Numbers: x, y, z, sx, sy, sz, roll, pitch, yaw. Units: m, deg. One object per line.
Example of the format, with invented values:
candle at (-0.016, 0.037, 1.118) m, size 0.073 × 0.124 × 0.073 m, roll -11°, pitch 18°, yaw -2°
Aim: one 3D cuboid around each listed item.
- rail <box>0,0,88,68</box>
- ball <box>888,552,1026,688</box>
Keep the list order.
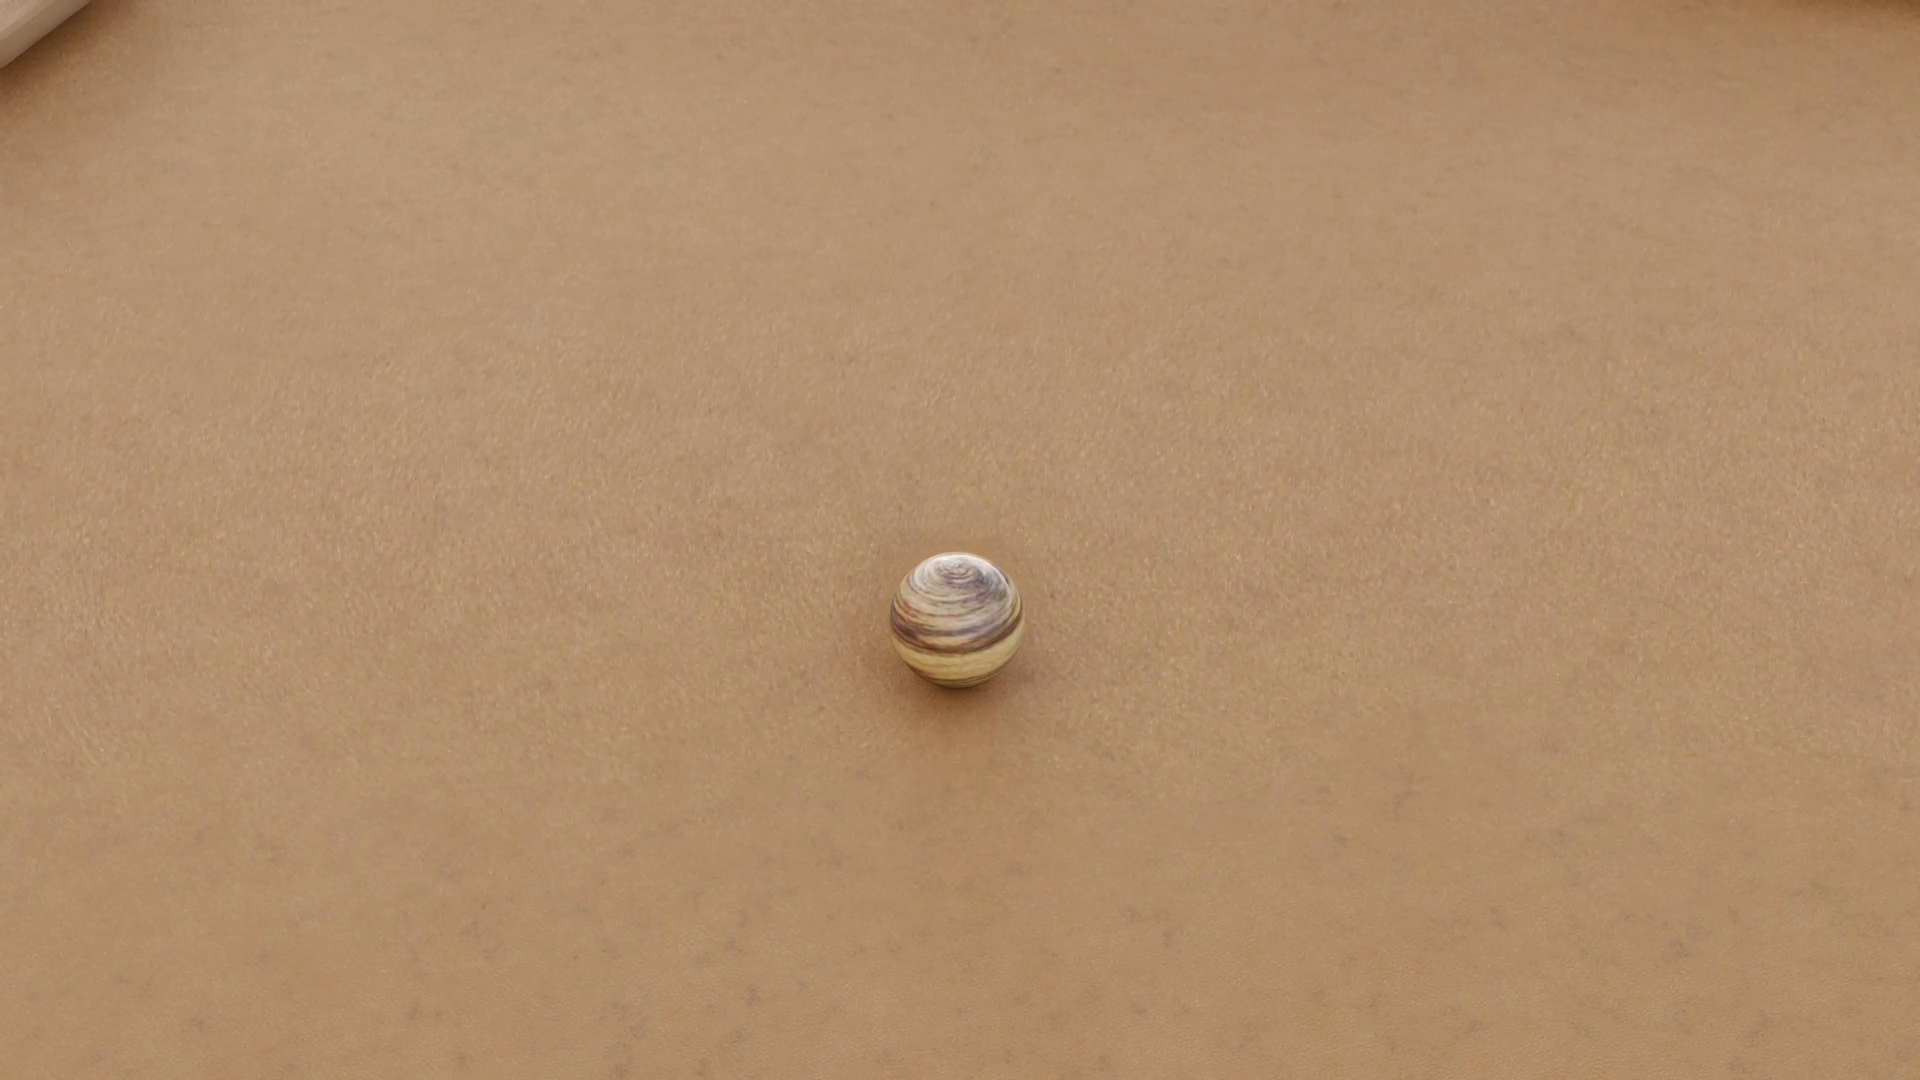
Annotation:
rail at (-1.067, -0.169, 1.991) m, size 0.045 × 0.117 × 2.499 m, roll 8°, pitch 36°, yaw 11°
ball at (-0.002, 0.053, 1.697) m, size 0.090 × 0.090 × 0.090 m, roll 0°, pitch 35°, yaw 0°
